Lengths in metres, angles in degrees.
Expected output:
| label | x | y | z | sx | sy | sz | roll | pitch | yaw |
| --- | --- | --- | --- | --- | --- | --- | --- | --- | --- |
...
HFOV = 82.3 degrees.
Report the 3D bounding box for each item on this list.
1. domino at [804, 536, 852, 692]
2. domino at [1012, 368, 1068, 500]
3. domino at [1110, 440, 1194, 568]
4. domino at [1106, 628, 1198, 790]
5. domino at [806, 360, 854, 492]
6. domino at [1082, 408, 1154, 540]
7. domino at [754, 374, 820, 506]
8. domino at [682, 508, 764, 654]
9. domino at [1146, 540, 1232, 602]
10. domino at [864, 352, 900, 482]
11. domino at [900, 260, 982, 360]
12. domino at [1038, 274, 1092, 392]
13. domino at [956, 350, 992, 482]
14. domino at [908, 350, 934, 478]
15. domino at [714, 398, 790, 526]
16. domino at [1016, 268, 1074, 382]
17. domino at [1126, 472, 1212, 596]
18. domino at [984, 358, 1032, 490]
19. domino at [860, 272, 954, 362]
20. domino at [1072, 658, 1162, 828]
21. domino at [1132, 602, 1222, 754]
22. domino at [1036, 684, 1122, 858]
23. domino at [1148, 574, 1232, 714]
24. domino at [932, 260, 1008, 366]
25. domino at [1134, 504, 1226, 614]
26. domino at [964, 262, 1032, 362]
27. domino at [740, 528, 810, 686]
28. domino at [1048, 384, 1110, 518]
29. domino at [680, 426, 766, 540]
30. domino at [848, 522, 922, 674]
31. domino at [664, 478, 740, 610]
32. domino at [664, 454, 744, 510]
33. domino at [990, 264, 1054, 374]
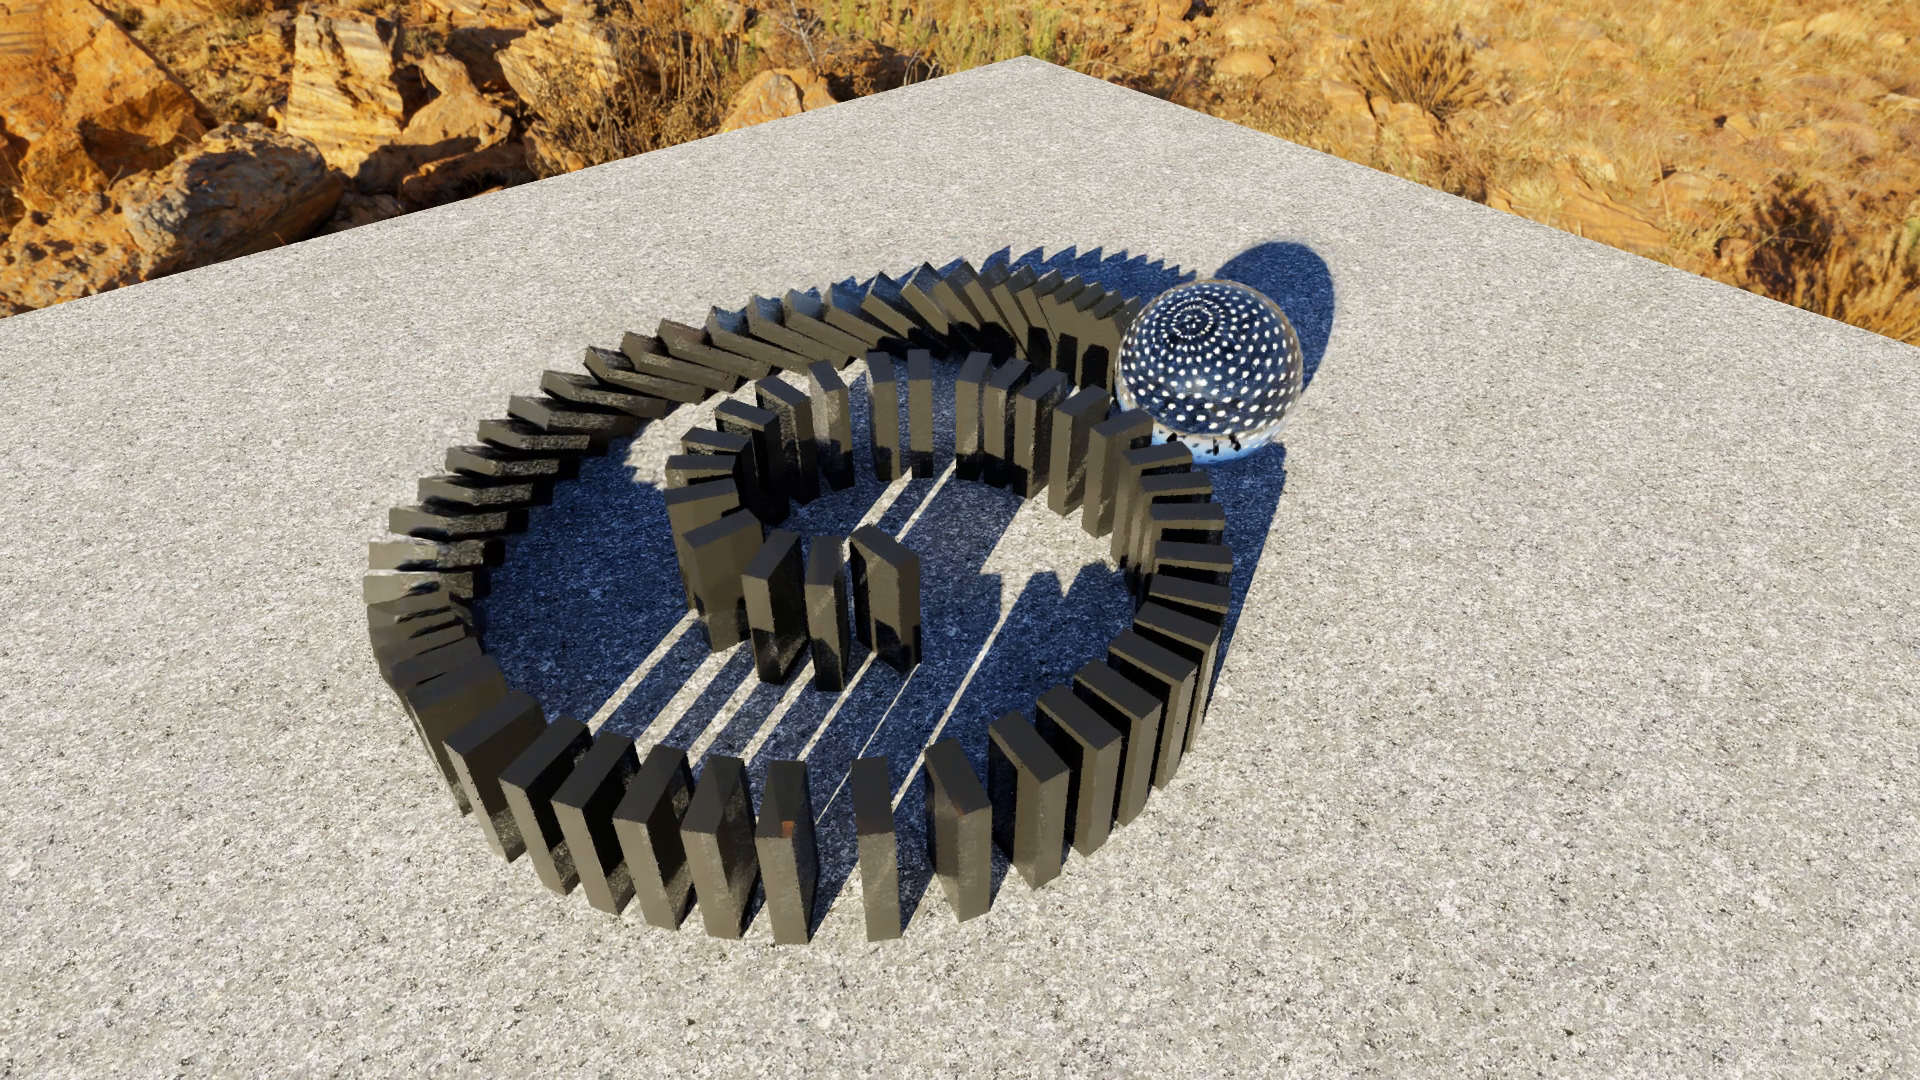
| label | x | y | z | sx | sy | sz | roll | pitch | yaw |
| --- | --- | --- | --- | --- | --- | --- | --- | --- | --- |
| domino | -0.045 | 0.026 | 0.380 | 0.009 | 0.050 | 0.025 | 1 | 39 | 1 |
| domino | 0.034 | -0.045 | 0.466 | 0.010 | 0.050 | 0.025 | 24 | 45 | 26 |
| domino | 0.074 | -0.013 | 0.428 | 0.025 | 0.050 | 0.009 | -11 | 41 | -13 |
| domino | 0.058 | 0.054 | 0.346 | 0.025 | 0.050 | 0.010 | 27 | 46 | 29 |
| domino | -0.055 | -0.049 | 0.471 | 0.009 | 0.050 | 0.025 | -16 | 42 | -18 |
| domino | 0.063 | -0.026 | 0.444 | 0.025 | 0.050 | 0.009 | -24 | 45 | -27 |
| domino | -0.072 | -0.042 | 0.462 | 0.009 | 0.050 | 0.025 | -32 | 49 | -33 |
| domino | -0.082 | 0.015 | 0.393 | 0.025 | 0.050 | 0.010 | -25 | 46 | -27 |
| domino | 0.078 | 0.023 | 0.383 | 0.025 | 0.050 | 0.009 | 5 | 40 | 6 |
| domino | -0.033 | -0.053 | 0.476 | 0.010 | 0.050 | 0.025 | -7 | 40 | -9 |
| domino | -0.006 | -0.116 | 0.560 | 0.050 | 0.010 | 0.025 | 43 | 39 | -17 |
| domino | 0.059 | -0.101 | 0.537 | 0.010 | 0.050 | 0.025 | -9 | 24 | 47 |
| domino | 0.006 | -0.053 | 0.476 | 0.009 | 0.050 | 0.025 | 9 | 40 | 11 |
| domino | -0.017 | -0.055 | 0.478 | 0.010 | 0.050 | 0.025 | -2 | 39 | -2 |
| domino | -0.085 | -0.031 | 0.450 | 0.025 | 0.050 | 0.009 | 20 | 43 | 23 |
| domino | 0.049 | -0.105 | 0.543 | 0.010 | 0.050 | 0.025 | -11 | 23 | 47 |
| domino | 0.078 | -0.002 | 0.414 | 0.025 | 0.050 | 0.010 | -5 | 40 | -6 |
| domino | 0.020 | -0.050 | 0.472 | 0.009 | 0.050 | 0.025 | 18 | 43 | 20 |
| domino | -0.025 | -0.114 | 0.561 | 0.050 | 0.010 | 0.025 | 32 | 37 | -16 |
| domino | 0.046 | 0.062 | 0.335 | 0.009 | 0.050 | 0.025 | -32 | 49 | -33 |
| domino | 0.067 | 0.045 | 0.356 | 0.025 | 0.050 | 0.009 | 20 | 43 | 22 |
| domino | 0.034 | 0.069 | 0.327 | 0.009 | 0.050 | 0.025 | -27 | 47 | -29 |
| domino | 0.074 | 0.035 | 0.368 | 0.025 | 0.050 | 0.009 | 11 | 41 | 13 |
| domino | 0.011 | -0.115 | 0.559 | 0.050 | 0.010 | 0.025 | 50 | 46 | -10 |
| domino | 0.079 | 0.009 | 0.400 | 0.025 | 0.050 | 0.009 | -1 | 39 | -1 |
| domino | 0.025 | -0.113 | 0.554 | 0.010 | 0.050 | 0.025 | -24 | 15 | 47 |
| domino | -0.063 | 0.024 | 0.382 | 0.009 | 0.050 | 0.025 | 12 | 41 | 14 |
| domino | 0.049 | -0.037 | 0.456 | 0.009 | 0.050 | 0.025 | 31 | 48 | 32 |
| domino | -0.093 | -0.019 | 0.435 | 0.025 | 0.050 | 0.009 | 11 | 41 | 14 |
| domino | -0.026 | 0.021 | 0.386 | 0.009 | 0.050 | 0.025 | -32 | 49 | -33 |
| domino | -0.093 | 0.002 | 0.409 | 0.025 | 0.050 | 0.010 | -12 | 41 | -14 |
| domino | -0.096 | -0.009 | 0.423 | 0.025 | 0.050 | 0.009 | 0 | 39 | 1 |
| domino | 0.038 | -0.109 | 0.549 | 0.010 | 0.050 | 0.025 | -17 | 20 | 46 |
